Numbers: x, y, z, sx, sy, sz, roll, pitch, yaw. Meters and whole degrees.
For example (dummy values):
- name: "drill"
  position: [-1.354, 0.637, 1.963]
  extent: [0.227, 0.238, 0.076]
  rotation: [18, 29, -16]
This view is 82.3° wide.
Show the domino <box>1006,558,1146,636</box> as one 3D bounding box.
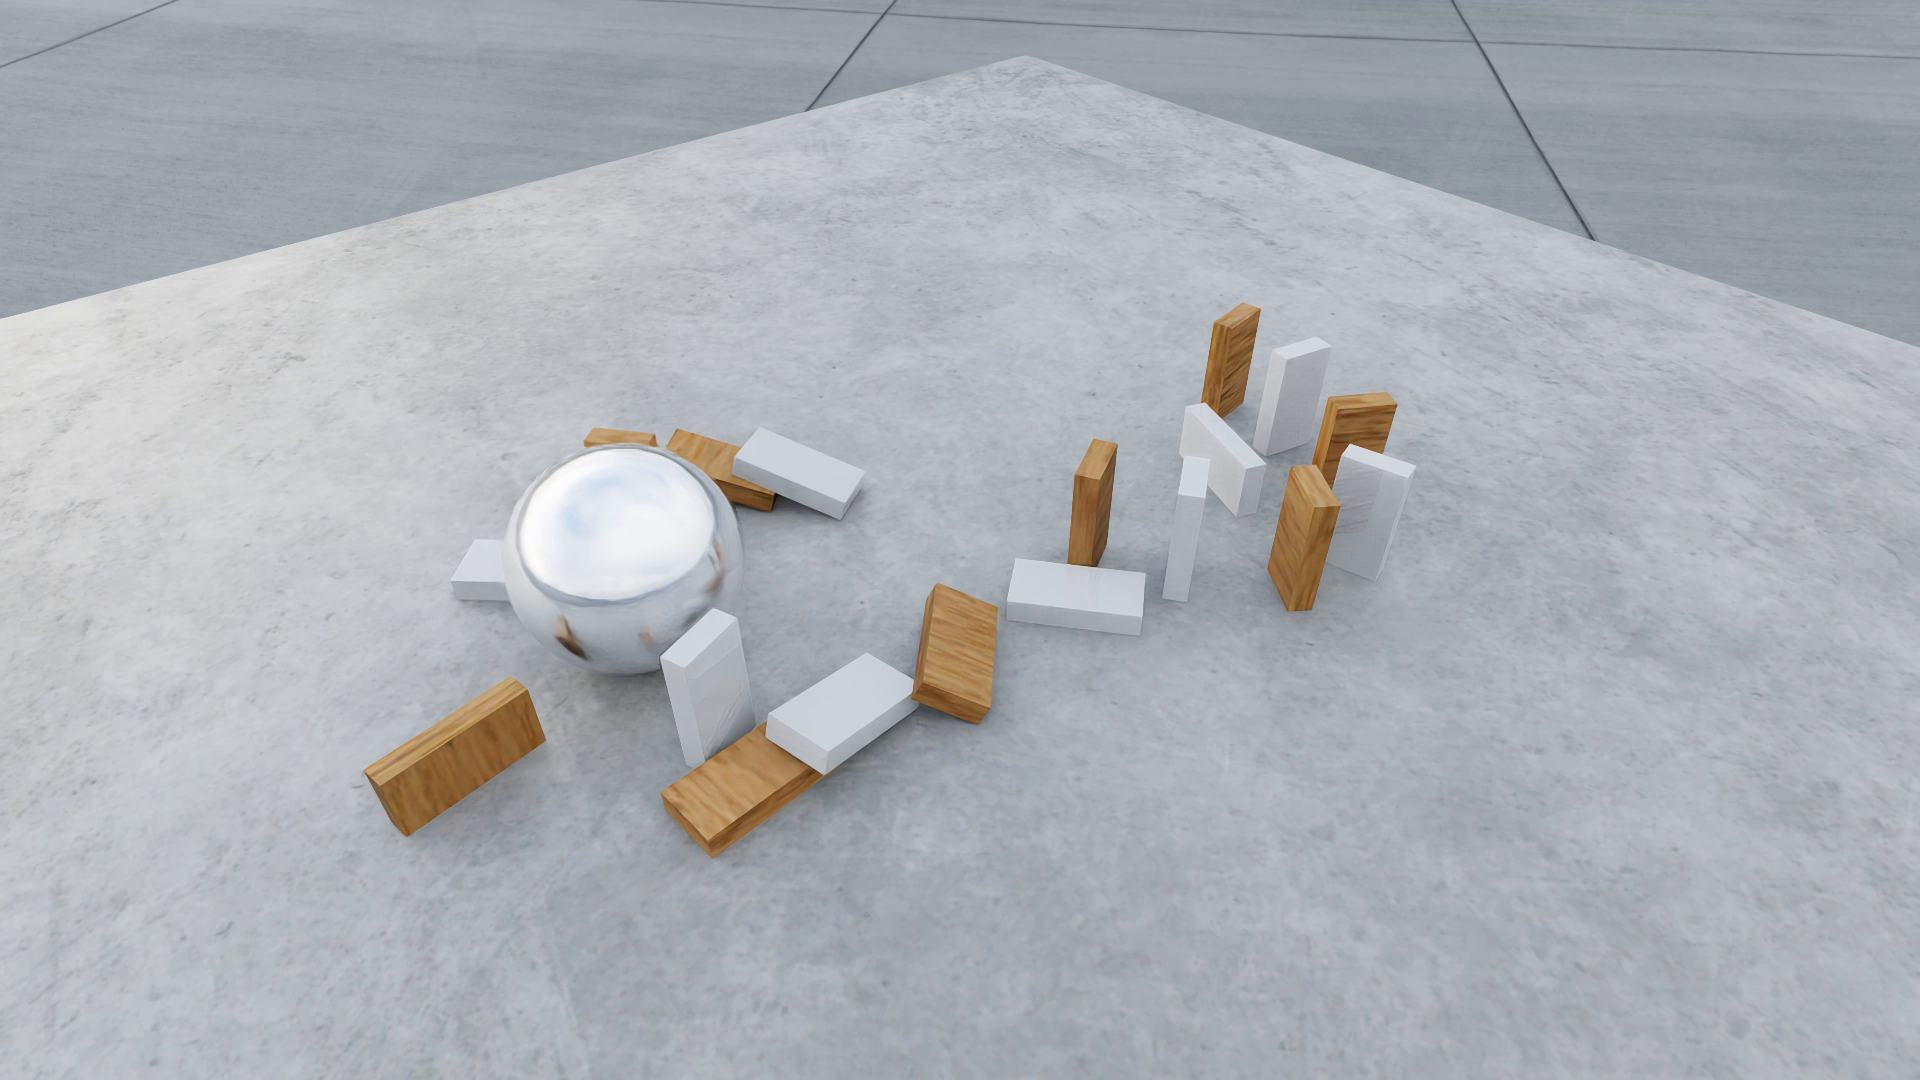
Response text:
- name: "domino"
  position: [0.044, 0.021, 0.417]
  extent: [0.050, 0.010, 0.025]
  rotation: [6, 40, 8]

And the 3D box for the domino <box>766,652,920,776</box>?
- name: "domino"
  position: [-0.037, 0.056, 0.364]
  extent: [0.025, 0.009, 0.050]
  rotation: [26, 32, 25]

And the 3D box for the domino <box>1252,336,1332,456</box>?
- name: "domino"
  position: [0.147, -0.063, 0.489]
  extent: [0.025, 0.050, 0.009]
  rotation: [-18, 43, -21]

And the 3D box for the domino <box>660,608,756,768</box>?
- name: "domino"
  position: [-0.080, 0.049, 0.352]
  extent: [0.009, 0.050, 0.025]
  rotation: [20, 43, 23]

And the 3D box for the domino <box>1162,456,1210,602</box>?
- name: "domino"
  position: [0.085, -0.004, 0.416]
  extent: [0.010, 0.050, 0.025]
  rotation: [9, 40, 11]

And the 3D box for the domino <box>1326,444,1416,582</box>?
- name: "domino"
  position: [0.155, -0.010, 0.424]
  extent: [0.025, 0.050, 0.010]
  rotation: [24, 45, 26]

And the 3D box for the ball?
- name: "ball"
  position: [-0.115, 0.006, 0.380]
  extent: [0.080, 0.080, 0.080]
  rotation: [0, 39, 0]

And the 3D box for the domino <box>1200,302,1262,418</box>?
- name: "domino"
  position: [0.125, -0.082, 0.512]
  extent: [0.009, 0.050, 0.025]
  rotation: [29, 48, 31]

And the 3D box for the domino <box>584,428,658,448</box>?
- name: "domino"
  position: [-0.130, -0.020, 0.436]
  extent: [0.025, 0.050, 0.009]
  rotation: [7, 40, 8]

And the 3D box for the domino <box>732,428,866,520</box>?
- name: "domino"
  position: [-0.068, -0.029, 0.467]
  extent: [0.050, 0.009, 0.025]
  rotation: [23, 40, 2]

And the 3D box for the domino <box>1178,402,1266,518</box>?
- name: "domino"
  position: [0.112, -0.035, 0.474]
  extent: [0.009, 0.025, 0.050]
  rotation: [-13, 41, -15]

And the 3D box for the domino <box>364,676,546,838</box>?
- name: "domino"
  position: [-0.158, 0.068, 0.348]
  extent: [0.010, 0.025, 0.050]
  rotation: [28, 47, 30]

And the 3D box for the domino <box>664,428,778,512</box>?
- name: "domino"
  position: [-0.101, -0.030, 0.470]
  extent: [0.050, 0.010, 0.025]
  rotation: [16, 40, -4]

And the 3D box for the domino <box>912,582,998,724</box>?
- name: "domino"
  position: [-0.001, 0.039, 0.388]
  extent: [0.025, 0.009, 0.050]
  rotation: [23, 38, -13]

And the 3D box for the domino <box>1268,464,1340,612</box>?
- name: "domino"
  position: [0.128, 0.000, 0.412]
  extent: [0.010, 0.050, 0.025]
  rotation: [-4, 39, -4]

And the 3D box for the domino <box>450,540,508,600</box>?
- name: "domino"
  position: [-0.168, 0.012, 0.429]
  extent: [0.050, 0.010, 0.025]
  rotation: [1, 39, 2]

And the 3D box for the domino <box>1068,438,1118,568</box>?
- name: "domino"
  position: [0.051, -0.011, 0.425]
  extent: [0.010, 0.050, 0.025]
  rotation: [14, 41, 16]

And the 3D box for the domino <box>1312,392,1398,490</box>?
- name: "domino"
  position: [0.161, -0.037, 0.456]
  extent: [0.025, 0.050, 0.009]
  rotation: [-5, 40, -7]

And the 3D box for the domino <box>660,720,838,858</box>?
- name: "domino"
  position: [-0.066, 0.076, 0.351]
  extent: [0.025, 0.010, 0.050]
  rotation: [32, 49, 33]
